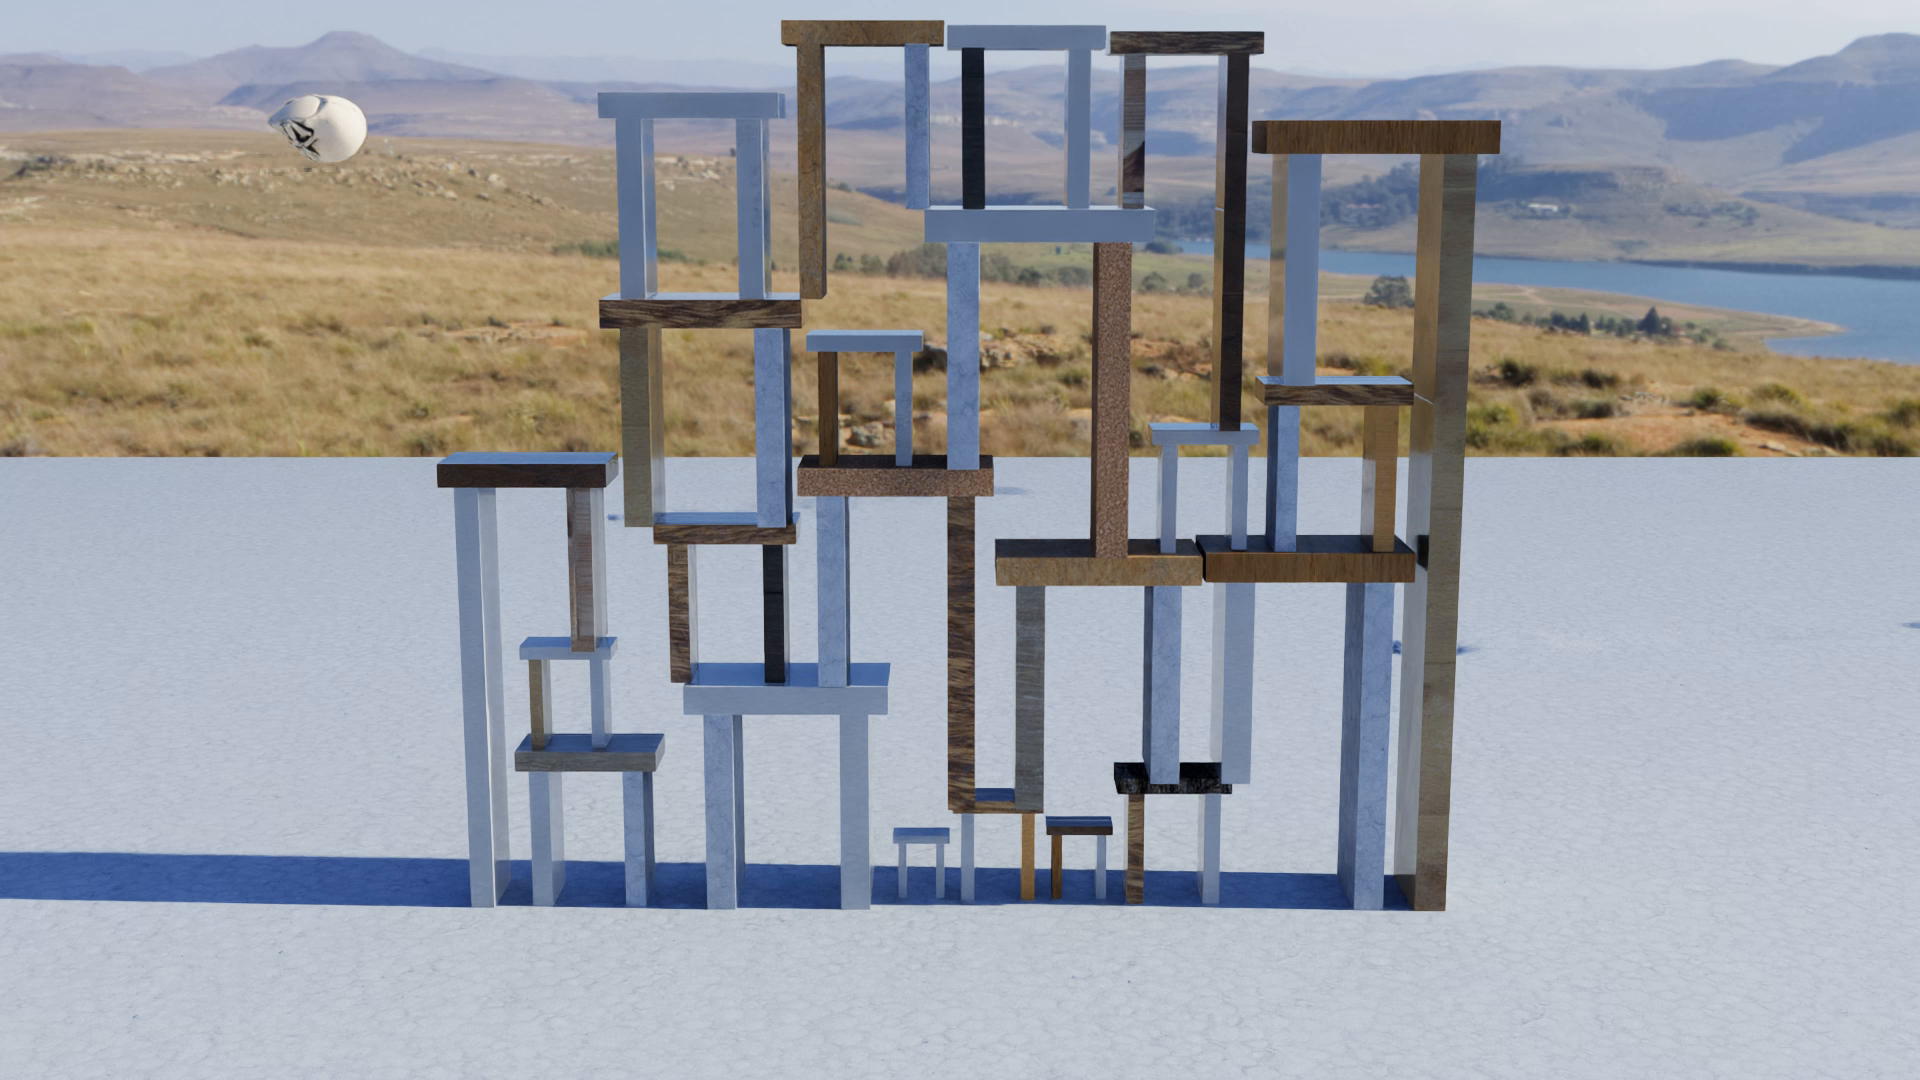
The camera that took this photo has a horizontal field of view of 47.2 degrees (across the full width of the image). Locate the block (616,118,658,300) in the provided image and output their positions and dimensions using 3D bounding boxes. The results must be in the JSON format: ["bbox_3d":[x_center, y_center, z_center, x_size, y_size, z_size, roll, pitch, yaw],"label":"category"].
[{"bbox_3d":[-0.509,-0.524,3.466,0.039,0.276,0.138,0,11,0],"label":"block"}]

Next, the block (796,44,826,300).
[{"bbox_3d":[-0.232,-0.577,3.451,0.035,0.388,0.125,0,11,0],"label":"block"}]

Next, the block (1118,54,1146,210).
[{"bbox_3d":[0.268,-0.638,3.437,0.033,0.235,0.117,0,11,0],"label":"block"}]

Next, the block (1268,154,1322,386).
[{"bbox_3d":[0.528,-0.431,3.483,0.050,0.356,0.178,0,11,0],"label":"block"}]

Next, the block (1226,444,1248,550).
[{"bbox_3d":[0.446,-0.075,3.542,0.024,0.169,0.085,0,11,0],"label":"block"}]

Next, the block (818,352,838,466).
[{"bbox_3d":[-0.210,-0.215,3.515,0.026,0.182,0.091,0,11,0],"label":"block"}]

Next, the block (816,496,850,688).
[{"bbox_3d":[-0.204,0.069,3.570,0.044,0.310,0.155,0,11,0],"label":"block"}]

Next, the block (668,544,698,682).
[{"bbox_3d":[-0.451,0.108,3.585,0.032,0.228,0.114,0,11,0],"label":"block"}]

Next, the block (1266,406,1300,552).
[{"bbox_3d":[0.518,-0.107,3.536,0.033,0.234,0.117,0,11,0],"label":"block"}]

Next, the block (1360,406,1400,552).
[{"bbox_3d":[0.674,-0.107,3.536,0.033,0.234,0.117,0,11,0],"label":"block"}]

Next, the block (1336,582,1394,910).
[{"bbox_3d":[0.667,0.321,3.623,0.047,0.546,0.166,0,11,0],"label":"block"}]

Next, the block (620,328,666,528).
[{"bbox_3d":[-0.508,-0.189,3.526,0.044,0.314,0.157,0,11,0],"label":"block"}]

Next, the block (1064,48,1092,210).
[{"bbox_3d":[0.183,-0.642,3.438,0.034,0.243,0.121,0,11,0],"label":"block"}]

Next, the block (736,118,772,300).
[{"bbox_3d":[-0.324,-0.524,3.466,0.039,0.276,0.138,0,11,0],"label":"block"}]

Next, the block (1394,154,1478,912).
[{"bbox_3d":[0.766,-0.009,3.562,0.050,1.216,0.178,0,11,0],"label":"block"}]

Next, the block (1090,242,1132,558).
[{"bbox_3d":[0.241,-0.231,3.518,0.050,0.495,0.177,0,11,0],"label":"block"}]

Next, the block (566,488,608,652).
[{"bbox_3d":[-0.604,0.036,3.565,0.038,0.266,0.133,0,11,0],"label":"block"}]

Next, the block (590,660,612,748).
[{"bbox_3d":[-0.589,0.260,3.611,0.021,0.149,0.074,0,11,0],"label":"block"}]

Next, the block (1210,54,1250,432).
[{"bbox_3d":[0.425,-0.468,3.470,0.033,0.581,0.117,0,11,0],"label":"block"}]

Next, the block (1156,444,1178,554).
[{"bbox_3d":[0.333,-0.072,3.542,0.024,0.175,0.085,0,11,0],"label":"block"}]

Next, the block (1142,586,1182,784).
[{"bbox_3d":[0.330,0.219,3.603,0.046,0.327,0.163,0,11,0],"label":"block"}]

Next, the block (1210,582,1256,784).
[{"bbox_3d":[0.446,0.216,3.604,0.047,0.332,0.166,0,10,0],"label":"block"}]

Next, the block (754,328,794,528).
[{"bbox_3d":[-0.298,-0.189,3.525,0.044,0.314,0.157,0,11,0],"label":"block"}]

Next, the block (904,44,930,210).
[{"bbox_3d":[-0.066,-0.646,3.440,0.035,0.249,0.125,0,11,0],"label":"block"}]

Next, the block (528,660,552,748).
[{"bbox_3d":[-0.688,0.260,3.610,0.021,0.149,0.074,0,11,0],"label":"block"}]

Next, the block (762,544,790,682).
[{"bbox_3d":[-0.299,0.108,3.585,0.032,0.228,0.114,0,11,0],"label":"block"}]

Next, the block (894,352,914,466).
[{"bbox_3d":[-0.089,-0.215,3.515,0.026,0.182,0.091,0,11,0],"label":"block"}]

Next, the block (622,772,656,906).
[{"bbox_3d":[-0.532,0.478,3.646,0.032,0.229,0.114,0,11,0],"label":"block"}]

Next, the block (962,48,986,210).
[{"bbox_3d":[0.021,-0.643,3.438,0.034,0.243,0.122,0,11,0],"label":"block"}]

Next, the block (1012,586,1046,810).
[{"bbox_3d":[0.112,0.240,3.605,0.046,0.370,0.163,0,11,0],"label":"block"}]

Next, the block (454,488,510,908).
[{"bbox_3d":[-0.781,0.248,3.604,0.038,0.697,0.133,0,11,0],"label":"block"}]

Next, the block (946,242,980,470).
[{"bbox_3d":[0.005,-0.300,3.505,0.050,0.354,0.177,0,11,0],"label":"block"}]

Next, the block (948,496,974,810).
[{"bbox_3d":[0.002,0.170,3.588,0.044,0.514,0.155,0,11,0],"label":"block"}]
